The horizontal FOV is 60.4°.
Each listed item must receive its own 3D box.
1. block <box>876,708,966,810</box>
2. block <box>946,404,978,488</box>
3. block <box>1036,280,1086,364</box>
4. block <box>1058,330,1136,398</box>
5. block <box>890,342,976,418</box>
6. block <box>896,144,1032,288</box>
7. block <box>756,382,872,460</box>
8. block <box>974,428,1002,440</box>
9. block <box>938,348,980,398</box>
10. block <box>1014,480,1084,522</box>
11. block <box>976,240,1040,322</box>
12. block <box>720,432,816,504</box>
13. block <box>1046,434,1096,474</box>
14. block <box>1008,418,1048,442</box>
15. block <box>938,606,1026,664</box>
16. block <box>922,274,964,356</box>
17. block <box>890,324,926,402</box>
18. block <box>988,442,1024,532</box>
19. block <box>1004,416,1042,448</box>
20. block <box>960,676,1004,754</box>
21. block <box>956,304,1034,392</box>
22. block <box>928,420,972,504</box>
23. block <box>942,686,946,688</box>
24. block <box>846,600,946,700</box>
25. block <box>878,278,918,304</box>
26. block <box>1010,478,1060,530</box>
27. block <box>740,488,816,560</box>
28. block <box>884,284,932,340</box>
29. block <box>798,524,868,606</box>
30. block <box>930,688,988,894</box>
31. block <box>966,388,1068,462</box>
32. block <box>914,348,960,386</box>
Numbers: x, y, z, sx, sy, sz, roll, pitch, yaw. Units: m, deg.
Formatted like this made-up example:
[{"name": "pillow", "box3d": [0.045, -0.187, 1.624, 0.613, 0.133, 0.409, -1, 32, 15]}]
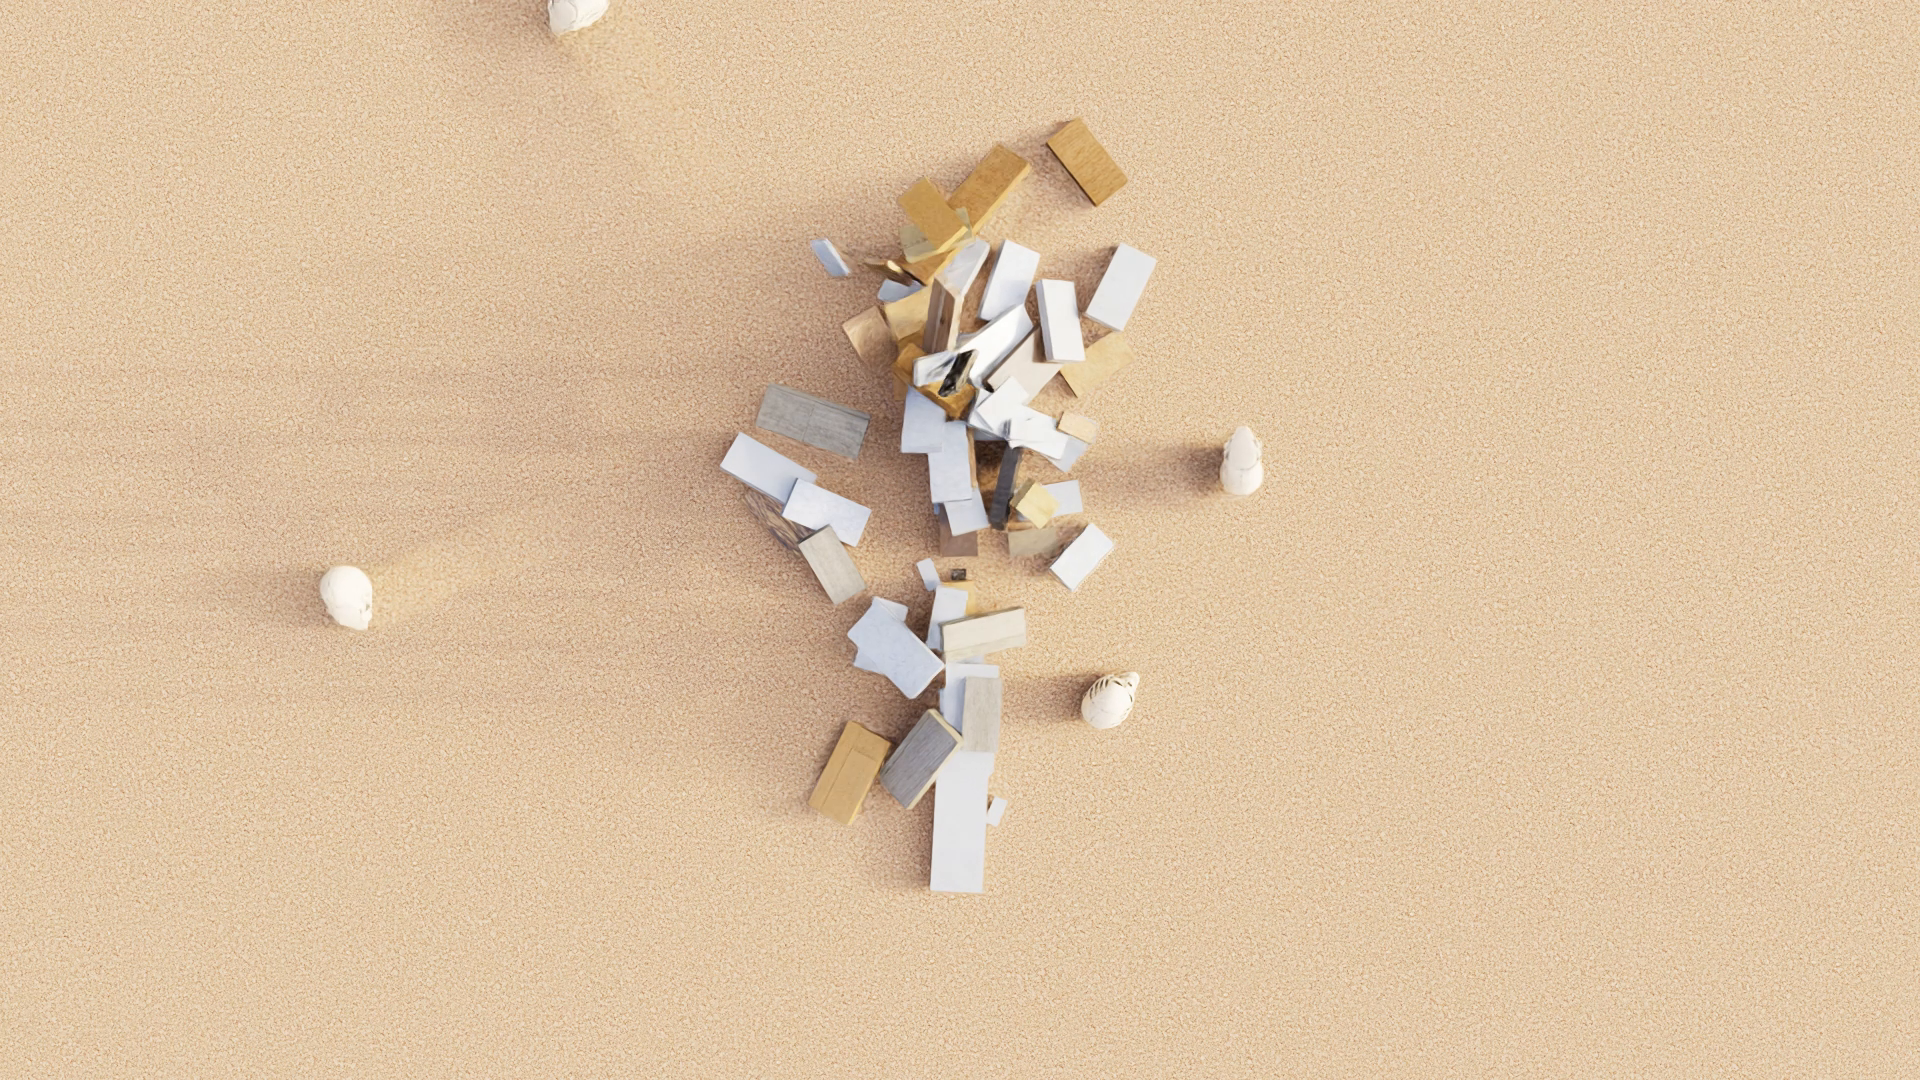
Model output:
[{"name": "block", "box3d": [-0.131, 0.717, 5.399, 0.154, 0.044, 0.309, 45, 112, 22]}, {"name": "block", "box3d": [-0.021, -0.298, 5.332, 0.135, 0.038, 0.271, -4, 82, 1]}, {"name": "block", "box3d": [0.329, -0.718, 5.426, 0.135, 0.038, 0.270, -2, 80, -37]}, {"name": "block", "box3d": [0.455, -0.587, 5.483, 0.234, 0.033, 0.117, -34, 90, 0]}, {"name": "block", "box3d": [-0.085, -0.512, 5.287, 0.265, 0.035, 0.124, 35, 51, -4]}, {"name": "block", "box3d": [0.012, -1.065, 5.413, 0.135, 0.038, 0.532, 38, 84, 23]}, {"name": "block", "box3d": [-0.487, -0.395, 5.478, 0.352, 0.043, 0.152, 19, 90, 0]}, {"name": "block", "box3d": [0.091, -0.370, 5.440, 0.161, 0.023, 0.081, -2, 99, -34]}, {"name": "block", "box3d": [-0.002, -0.528, 5.196, 0.024, 0.084, 0.168, 42, 57, -27]}, {"name": "block", "box3d": [0.294, -0.129, 5.485, 0.213, 0.030, 0.107, -10, 90, 0]}, {"name": "block", "box3d": [0.159, -0.841, 5.452, 0.135, 0.038, 0.270, 19, 89, -25]}, {"name": "block", "box3d": [-0.633, -0.225, 5.452, 0.292, 0.038, 0.135, 30, 75, -5]}, {"name": "block", "box3d": [0.369, -0.309, 5.489, 0.081, 0.023, 0.161, 40, 90, 0]}, {"name": "block", "box3d": [0.219, -0.349, 5.262, 0.128, 0.018, 0.064, 5, 86, -19]}, {"name": "block", "box3d": [0.076, 0.308, 5.414, 0.292, 0.036, 0.128, -12, 109, -21]}, {"name": "block", "box3d": [-0.057, -0.682, 5.250, 0.033, 0.347, 0.115, -27, 61, -27]}, {"name": "block", "box3d": [-0.158, -0.600, 5.481, 0.135, 0.038, 0.270, -3, 90, 0]}, {"name": "block", "box3d": [0.158, -0.210, 5.392, 0.048, 0.171, 0.341, 13, 83, 6]}, {"name": "block", "box3d": [0.207, -0.345, 5.277, 0.128, 0.018, 0.064, -23, 95, -18]}, {"name": "block", "box3d": [0.071, 0.568, 5.357, 0.120, 0.034, 0.239, 5, 93, 0]}, {"name": "block", "box3d": [0.119, -0.629, 5.387, 0.304, 0.043, 0.152, -38, 114, -26]}, {"name": "block", "box3d": [-0.035, -0.250, 5.288, 0.128, 0.036, 0.256, -5, 82, 1]}, {"name": "block", "box3d": [-0.026, 0.526, 5.492, 0.049, 0.014, 0.097, -28, 91, 1]}, {"name": "block", "box3d": [-0.211, 0.360, 5.403, 0.309, 0.044, 0.154, 44, 96, 16]}, {"name": "block", "box3d": [-0.196, -0.799, 5.387, 0.137, 0.019, 0.068, 22, 79, 20]}, {"name": "block", "box3d": [0.245, -0.119, 5.371, 0.030, 0.213, 0.107, 37, 90, 32]}, {"name": "block", "box3d": [-0.593, -0.072, 5.483, 0.117, 0.033, 0.273, -44, 90, 0]}, {"name": "block", "box3d": [-0.119, -0.746, 5.332, 0.230, 0.033, 0.115, -26, 93, 2]}, {"name": "block", "box3d": [-0.421, 0.081, 5.441, 0.124, 0.035, 0.248, -30, 110, 0]}, {"name": "block", "box3d": [0.005, 0.828, 5.459, 0.171, 0.048, 0.669, 3, 93, 0]}, {"name": "block", "box3d": [0.190, -0.369, 5.300, 0.329, 0.034, 0.120, 21, 81, -17]}, {"name": "block", "box3d": [-0.073, -0.548, 5.241, 0.168, 0.024, 0.084, -18, 121, -35]}]
